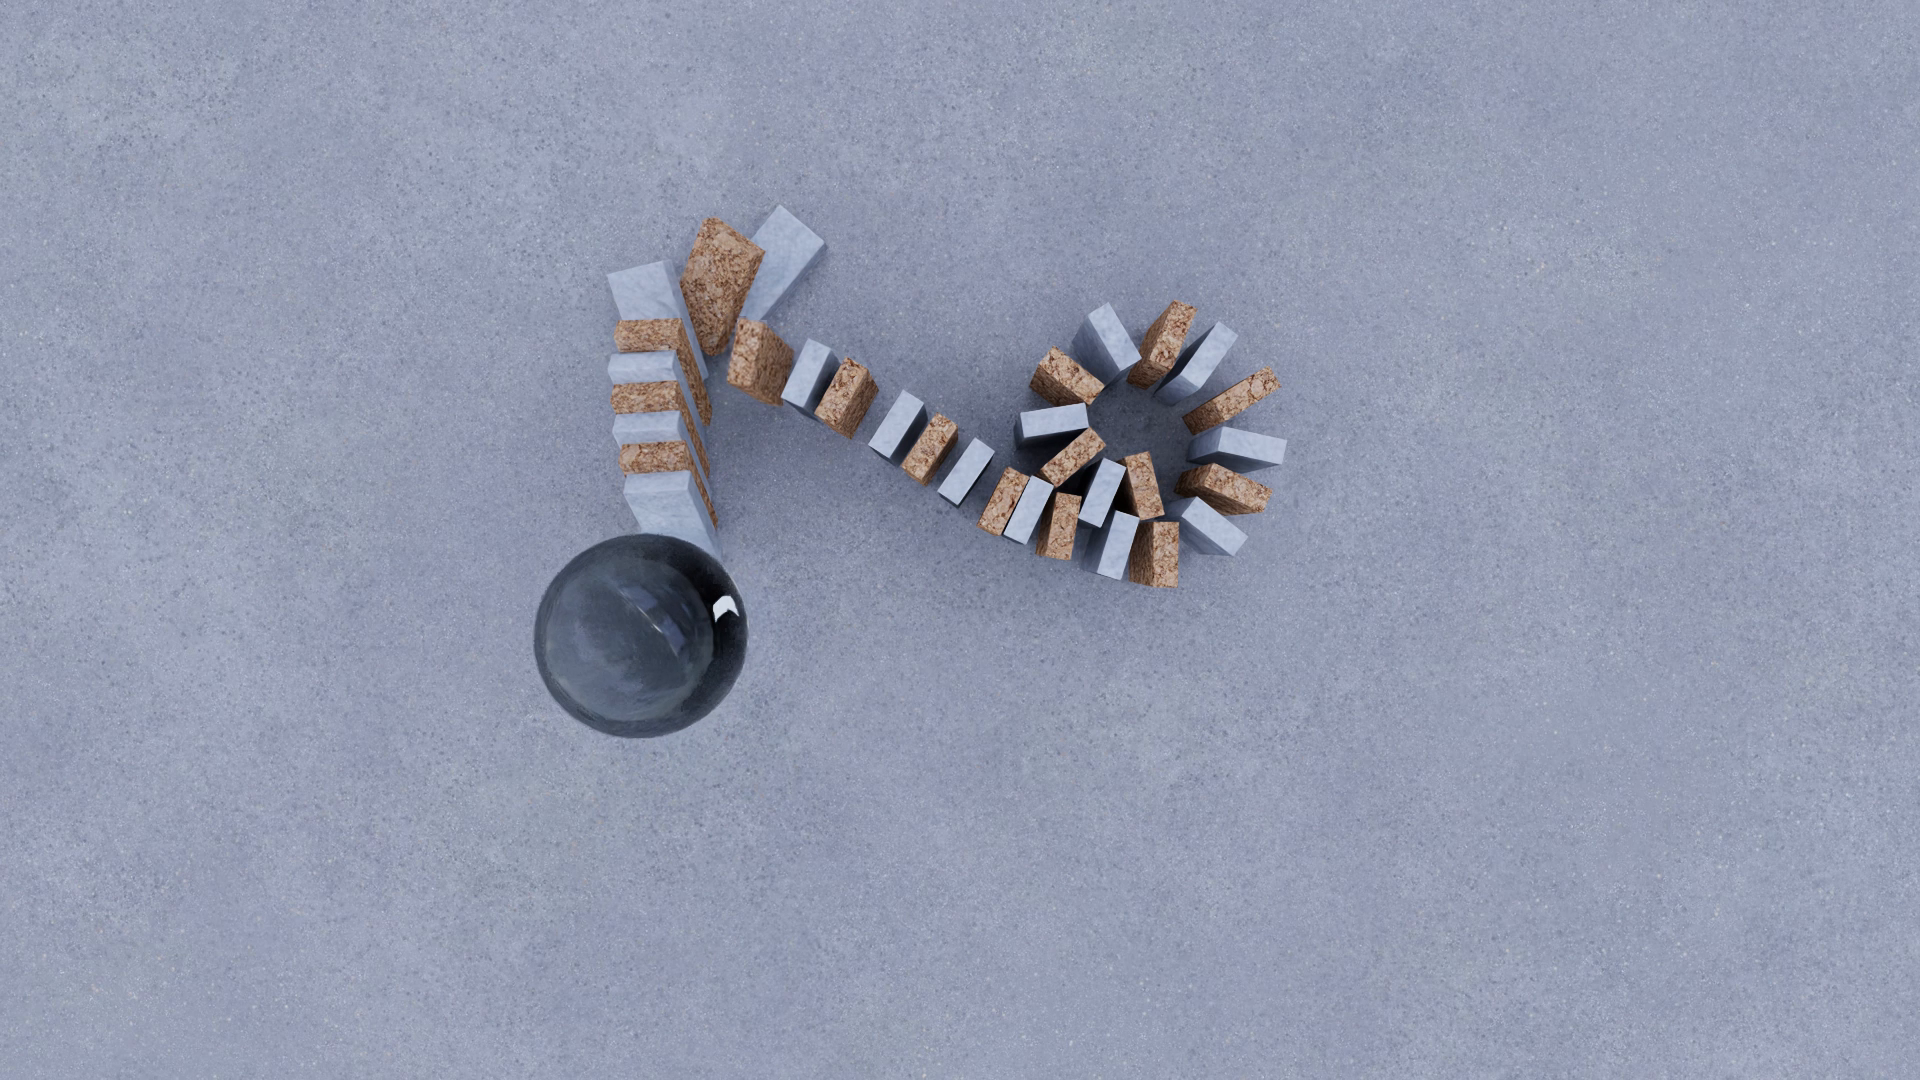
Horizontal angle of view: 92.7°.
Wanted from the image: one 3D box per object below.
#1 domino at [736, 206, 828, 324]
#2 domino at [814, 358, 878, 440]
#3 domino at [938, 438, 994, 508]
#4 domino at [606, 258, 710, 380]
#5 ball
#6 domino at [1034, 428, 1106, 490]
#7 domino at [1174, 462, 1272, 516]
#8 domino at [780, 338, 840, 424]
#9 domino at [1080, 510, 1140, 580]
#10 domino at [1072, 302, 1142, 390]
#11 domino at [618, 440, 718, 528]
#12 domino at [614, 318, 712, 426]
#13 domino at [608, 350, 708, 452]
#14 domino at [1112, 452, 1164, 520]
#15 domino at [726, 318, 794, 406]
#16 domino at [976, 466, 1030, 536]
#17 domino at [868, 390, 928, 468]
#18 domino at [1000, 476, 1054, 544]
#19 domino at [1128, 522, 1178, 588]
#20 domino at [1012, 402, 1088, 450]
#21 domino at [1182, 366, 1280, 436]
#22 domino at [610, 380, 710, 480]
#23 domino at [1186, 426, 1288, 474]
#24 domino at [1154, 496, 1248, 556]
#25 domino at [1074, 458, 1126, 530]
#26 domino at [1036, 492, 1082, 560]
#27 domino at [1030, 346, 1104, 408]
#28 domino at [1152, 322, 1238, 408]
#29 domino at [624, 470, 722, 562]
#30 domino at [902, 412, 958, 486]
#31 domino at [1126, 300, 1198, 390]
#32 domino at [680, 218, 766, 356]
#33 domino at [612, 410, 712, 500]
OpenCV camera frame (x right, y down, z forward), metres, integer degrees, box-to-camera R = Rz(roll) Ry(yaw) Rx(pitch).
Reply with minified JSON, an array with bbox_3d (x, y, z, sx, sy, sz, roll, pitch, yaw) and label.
[{"bbox_3d":[-0.083,-0.116,0.395,0.025,0.009,0.050,40,90,0],"label":"domino"},{"bbox_3d":[-0.046,-0.057,0.375,0.010,0.050,0.025,29,90,0],"label":"domino"},{"bbox_3d":[0.002,-0.026,0.375,0.009,0.050,0.025,35,90,0],"label":"domino"},{"bbox_3d":[-0.126,-0.089,0.385,0.025,0.009,0.050,-10,110,11],"label":"domino"},{"bbox_3d":[-0.124,0.037,0.360,0.080,0.080,0.080,0,90,0],"label":"ball"},{"bbox_3d":[0.043,-0.032,0.375,0.025,0.050,0.010,-40,90,0],"label":"domino"},{"bbox_3d":[0.106,-0.020,0.375,0.025,0.050,0.009,25,90,0],"label":"domino"},{"bbox_3d":[-0.059,-0.064,0.375,0.009,0.050,0.025,25,90,0],"label":"domino"},{"bbox_3d":[0.061,0.002,0.375,0.009,0.050,0.025,17,90,0],"label":"domino"},{"bbox_3d":[0.059,-0.078,0.375,0.010,0.050,0.025,-31,90,0],"label":"domino"},{"bbox_3d":[-0.119,-0.020,0.377,0.025,0.050,0.009,-4,53,0],"label":"domino"},{"bbox_3d":[-0.121,-0.068,0.377,0.025,0.050,0.010,-2,52,1],"label":"domino"},{"bbox_3d":[-0.123,-0.055,0.377,0.025,0.050,0.009,-4,53,0],"label":"domino"},{"bbox_3d":[0.071,-0.021,0.375,0.010,0.050,0.025,-14,90,0],"label":"domino"},{"bbox_3d":[-0.081,-0.071,0.375,0.010,0.050,0.025,12,90,3],"label":"domino"},{"bbox_3d":[0.017,-0.015,0.375,0.009,0.050,0.025,27,90,0],"label":"domino"},{"bbox_3d":[-0.024,-0.044,0.375,0.010,0.050,0.025,32,90,0],"label":"domino"},{"bbox_3d":[0.026,-0.012,0.375,0.009,0.050,0.025,26,90,0],"label":"domino"},{"bbox_3d":[0.079,0.006,0.375,0.010,0.050,0.025,1,90,0],"label":"domino"},{"bbox_3d":[0.036,-0.046,0.375,0.025,0.050,0.010,-9,90,0],"label":"domino"},{"bbox_3d":[0.110,-0.056,0.375,0.025,0.050,0.010,-32,90,0],"label":"domino"},{"bbox_3d":[-0.122,-0.043,0.377,0.025,0.050,0.009,-4,53,0],"label":"domino"},{"bbox_3d":[0.112,-0.036,0.375,0.025,0.050,0.009,12,90,0],"label":"domino"},{"bbox_3d":[0.097,-0.005,0.375,0.025,0.050,0.010,38,90,0],"label":"domino"},{"bbox_3d":[0.054,-0.018,0.375,0.010,0.050,0.025,23,90,0],"label":"domino"},{"bbox_3d":[0.040,-0.005,0.375,0.009,0.050,0.025,10,90,0],"label":"domino"},{"bbox_3d":[0.043,-0.063,0.375,0.025,0.050,0.010,38,90,0],"label":"domino"},{"bbox_3d":[0.095,-0.071,0.375,0.009,0.050,0.025,36,90,0],"label":"domino"},{"bbox_3d":[-0.117,-0.008,0.377,0.025,0.050,0.010,-4,53,0],"label":"domino"},{"bbox_3d":[-0.012,-0.036,0.375,0.009,0.050,0.025,34,90,0],"label":"domino"},{"bbox_3d":[0.082,-0.079,0.375,0.009,0.050,0.025,23,90,0],"label":"domino"},{"bbox_3d":[-0.103,-0.105,0.382,0.025,0.010,0.050,35,121,3],"label":"domino"},{"bbox_3d":[-0.121,-0.031,0.377,0.025,0.050,0.010,-4,53,0],"label":"domino"}]
